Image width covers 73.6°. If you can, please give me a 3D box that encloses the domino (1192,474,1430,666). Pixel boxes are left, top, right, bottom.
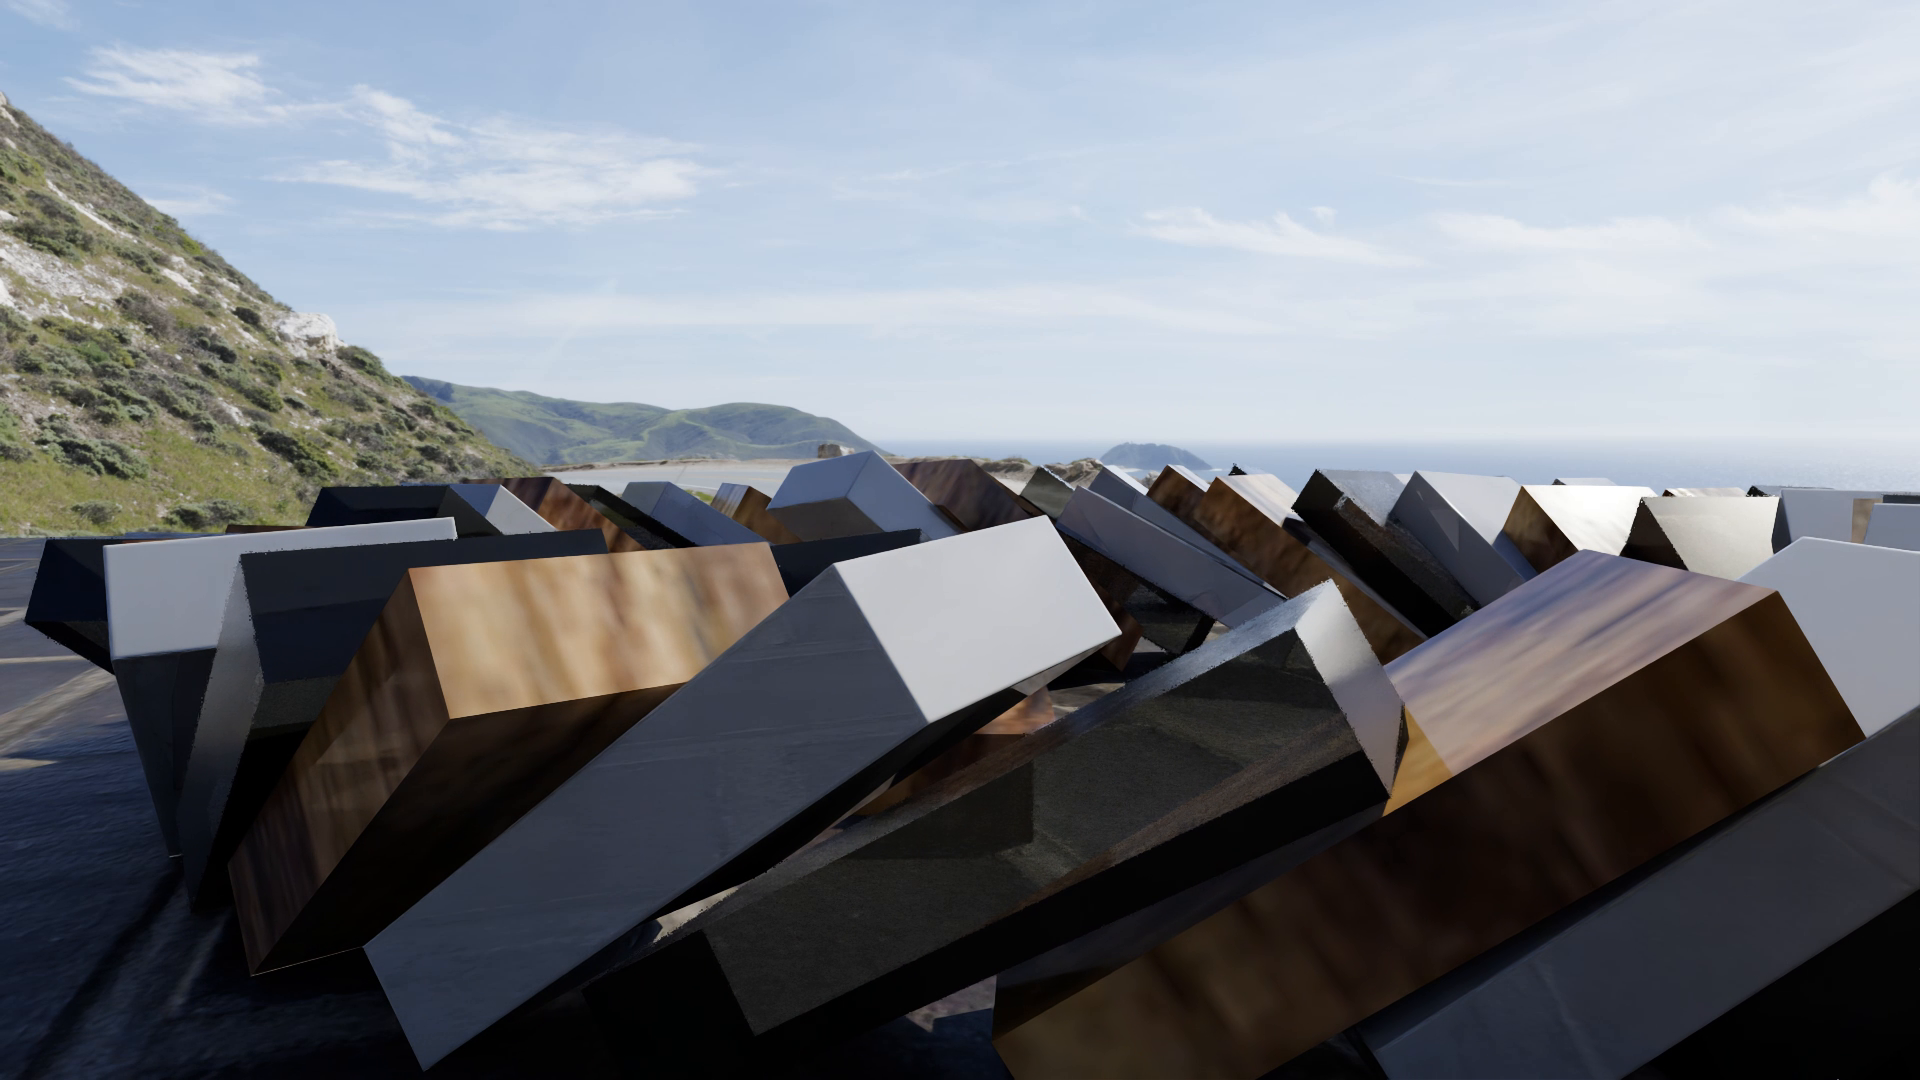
[{"bbox_3d":[0.071,0.006,0.248,0.050,0.010,0.025,43,28,28],"label":"domino"}]

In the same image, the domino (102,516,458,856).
[{"bbox_3d":[-0.062,0.015,0.121,0.025,0.009,0.050,-6,-26,-30],"label":"domino"}]

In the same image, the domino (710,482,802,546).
[{"bbox_3d":[-0.035,0.003,0.310,0.050,0.010,0.025,31,-9,-23],"label":"domino"}]

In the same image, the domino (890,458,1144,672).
[{"bbox_3d":[0.008,0.005,0.231,0.050,0.010,0.025,43,-24,-29],"label":"domino"}]

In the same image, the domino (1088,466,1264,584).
[{"bbox_3d":[0.057,-0.001,0.339,0.050,0.009,0.025,37,11,8],"label":"domino"}]

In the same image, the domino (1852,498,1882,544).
[{"bbox_3d":[0.116,0.014,0.146,0.025,0.009,0.050,3,39,35],"label":"domino"}]

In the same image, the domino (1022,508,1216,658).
[{"bbox_3d":[0.024,0.006,0.251,0.050,0.009,0.025,30,1,1],"label":"domino"}]

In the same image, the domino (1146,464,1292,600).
[{"bbox_3d":[0.074,-0.001,0.336,0.050,0.009,0.025,38,13,14],"label":"domino"}]

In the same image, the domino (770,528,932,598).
[{"bbox_3d":[-0.009,0.012,0.194,0.025,0.009,0.050,-7,-21,19],"label":"domino"}]

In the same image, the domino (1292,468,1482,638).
[{"bbox_3d":[0.088,0.006,0.240,0.025,0.010,0.050,-1,39,-39],"label":"domino"}]

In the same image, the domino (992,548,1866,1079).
[{"bbox_3d":[0.026,0.019,0.084,0.050,0.010,0.025,-32,2,6],"label":"domino"}]

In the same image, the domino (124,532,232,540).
[{"bbox_3d":[-0.092,0.013,0.184,0.025,0.010,0.050,0,-23,7],"label":"domino"}]

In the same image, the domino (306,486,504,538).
[{"bbox_3d":[-0.088,0.008,0.227,0.025,0.010,0.050,0,-29,18],"label":"domino"}]

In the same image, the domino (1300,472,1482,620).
[{"bbox_3d":[0.111,0.001,0.323,0.050,0.010,0.025,38,22,23],"label":"domino"}]

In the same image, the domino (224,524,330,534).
[{"bbox_3d":[-0.092,0.012,0.208,0.025,0.009,0.050,1,-22,15],"label":"domino"}]

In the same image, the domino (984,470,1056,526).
[{"bbox_3d":[0.021,-0.001,0.334,0.050,0.010,0.025,36,0,-7],"label":"domino"}]

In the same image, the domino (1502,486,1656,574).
[{"bbox_3d":[0.113,0.009,0.208,0.025,0.009,0.050,0,37,-11],"label":"domino"}]

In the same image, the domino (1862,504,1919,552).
[{"bbox_3d":[0.095,0.016,0.117,0.025,0.010,0.050,4,40,43],"label":"domino"}]

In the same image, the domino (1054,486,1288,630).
[{"bbox_3d":[0.045,0.006,0.254,0.050,0.010,0.025,30,6,16],"label":"domino"}]

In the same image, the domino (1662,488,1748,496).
[{"bbox_3d":[0.177,0.006,0.275,0.025,0.009,0.050,-2,34,-25],"label":"domino"}]

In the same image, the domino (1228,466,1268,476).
[{"bbox_3d":[0.092,-0.001,0.332,0.050,0.010,0.025,40,19,21],"label":"domino"}]

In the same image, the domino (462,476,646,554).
[{"bbox_3d":[-0.077,0.005,0.262,0.025,0.010,0.050,0,-30,30],"label":"domino"}]

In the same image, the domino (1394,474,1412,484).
[{"bbox_3d":[0.128,0.001,0.315,0.050,0.009,0.025,41,27,29],"label":"domino"}]

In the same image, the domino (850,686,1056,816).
[{"bbox_3d":[-0.001,0.025,0.172,0.025,0.010,0.050,0,4,1],"label":"domino"}]

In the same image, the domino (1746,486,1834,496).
[{"bbox_3d":[0.186,0.006,0.259,0.025,0.010,0.050,0,33,-22],"label":"domino"}]

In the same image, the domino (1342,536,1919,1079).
[{"bbox_3d":[0.046,0.018,0.086,0.050,0.010,0.025,-33,7,0],"label":"domino"}]

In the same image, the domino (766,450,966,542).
[{"bbox_3d":[-0.007,0.005,0.222,0.050,0.009,0.025,42,-27,-28],"label":"domino"}]

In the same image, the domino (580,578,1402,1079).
[{"bbox_3d":[0.003,0.020,0.084,0.050,0.009,0.025,-31,-7,20],"label":"domino"}]

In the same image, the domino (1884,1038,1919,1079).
[{"bbox_3d":[0.081,0.018,0.094,0.050,0.009,0.025,-33,8,-4],"label":"domino"}]

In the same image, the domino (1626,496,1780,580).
[{"bbox_3d":[0.120,0.012,0.187,0.025,0.010,0.050,0,36,5],"label":"domino"}]

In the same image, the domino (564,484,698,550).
[{"bbox_3d":[-0.067,0.004,0.283,0.050,0.009,0.025,36,-19,-35],"label":"domino"}]

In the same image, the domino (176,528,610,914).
[{"bbox_3d":[-0.049,0.016,0.108,0.025,0.009,0.050,-5,-26,-38],"label":"domino"}]

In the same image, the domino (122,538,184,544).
[{"bbox_3d":[-0.073,0.015,0.140,0.025,0.009,0.050,-3,-26,-28],"label":"domino"}]

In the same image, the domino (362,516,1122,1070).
[{"bbox_3d":[-0.015,0.017,0.087,0.050,0.009,0.025,-38,-12,28],"label":"domino"}]

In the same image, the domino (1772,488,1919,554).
[{"bbox_3d":[0.122,0.012,0.165,0.025,0.009,0.050,3,39,24],"label":"domino"}]

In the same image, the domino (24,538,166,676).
[{"bbox_3d":[-0.088,0.014,0.161,0.025,0.009,0.050,0,-24,-5],"label":"domino"}]

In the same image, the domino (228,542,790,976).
[{"bbox_3d":[-0.035,0.018,0.097,0.025,0.010,0.050,-5,-27,-44],"label":"domino"}]

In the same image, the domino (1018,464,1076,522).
[{"bbox_3d":[0.039,-0.001,0.338,0.050,0.009,0.025,36,6,1],"label":"domino"}]

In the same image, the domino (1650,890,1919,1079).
[{"bbox_3d":[0.065,0.018,0.090,0.050,0.009,0.025,-33,8,-4],"label":"domino"}]

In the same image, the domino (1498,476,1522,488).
[{"bbox_3d":[0.144,0.003,0.304,0.025,0.010,0.050,-5,38,-48],"label":"domino"}]

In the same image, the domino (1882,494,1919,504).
[{"bbox_3d":[0.107,0.014,0.131,0.025,0.010,0.050,5,41,39],"label":"domino"}]

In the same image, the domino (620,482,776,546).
[{"bbox_3d":[-0.053,0.003,0.297,0.050,0.009,0.025,33,-16,-30],"label":"domino"}]

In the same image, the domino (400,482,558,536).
[{"bbox_3d":[-0.083,0.006,0.246,0.025,0.010,0.050,2,-29,27],"label":"domino"}]

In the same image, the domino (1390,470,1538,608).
[{"bbox_3d":[0.102,0.007,0.228,0.025,0.010,0.050,2,37,-26],"label":"domino"}]

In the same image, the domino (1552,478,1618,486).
[{"bbox_3d":[0.160,0.003,0.292,0.025,0.010,0.050,-3,37,-39],"label":"domino"}]
